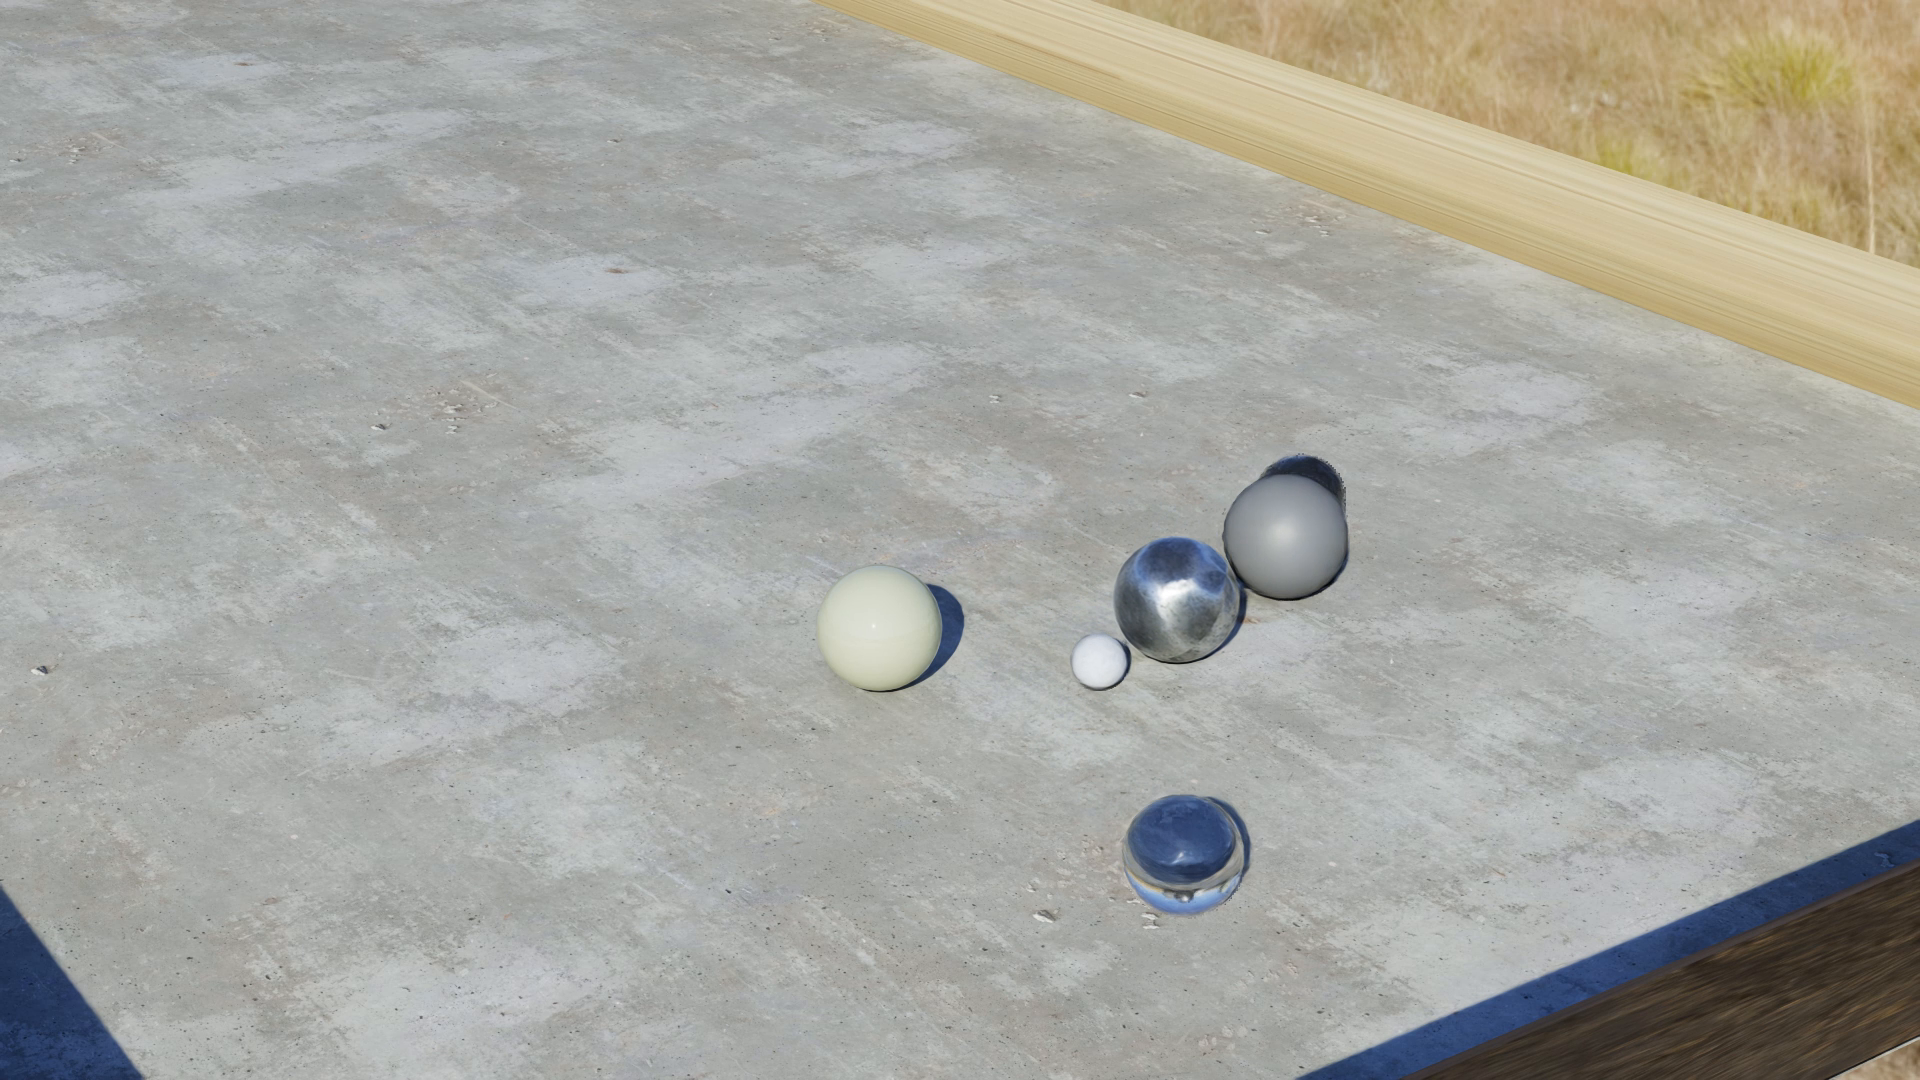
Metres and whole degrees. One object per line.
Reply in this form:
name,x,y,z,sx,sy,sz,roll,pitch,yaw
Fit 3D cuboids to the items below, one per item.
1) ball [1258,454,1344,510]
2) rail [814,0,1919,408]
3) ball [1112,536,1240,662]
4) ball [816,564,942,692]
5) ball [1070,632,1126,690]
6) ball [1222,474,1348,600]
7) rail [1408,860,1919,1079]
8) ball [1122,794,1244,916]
ball,0.269,-0.032,2.336,0.072,0.072,0.072,0,24,0
rail,0.275,-0.500,3.338,0.045,0.124,3.325,-15,28,-31
ball,0.157,0.043,2.140,0.092,0.092,0.092,0,24,0
ball,-0.058,0.063,2.098,0.090,0.090,0.090,0,24,0
ball,0.099,0.087,2.105,0.040,0.040,0.040,0,24,0
ball,0.248,-0.003,2.240,0.096,0.096,0.096,0,24,0
rail,0.454,0.246,1.635,1.842,0.124,0.045,-15,28,-31
ball,0.138,0.194,1.815,0.076,0.076,0.076,0,24,0
